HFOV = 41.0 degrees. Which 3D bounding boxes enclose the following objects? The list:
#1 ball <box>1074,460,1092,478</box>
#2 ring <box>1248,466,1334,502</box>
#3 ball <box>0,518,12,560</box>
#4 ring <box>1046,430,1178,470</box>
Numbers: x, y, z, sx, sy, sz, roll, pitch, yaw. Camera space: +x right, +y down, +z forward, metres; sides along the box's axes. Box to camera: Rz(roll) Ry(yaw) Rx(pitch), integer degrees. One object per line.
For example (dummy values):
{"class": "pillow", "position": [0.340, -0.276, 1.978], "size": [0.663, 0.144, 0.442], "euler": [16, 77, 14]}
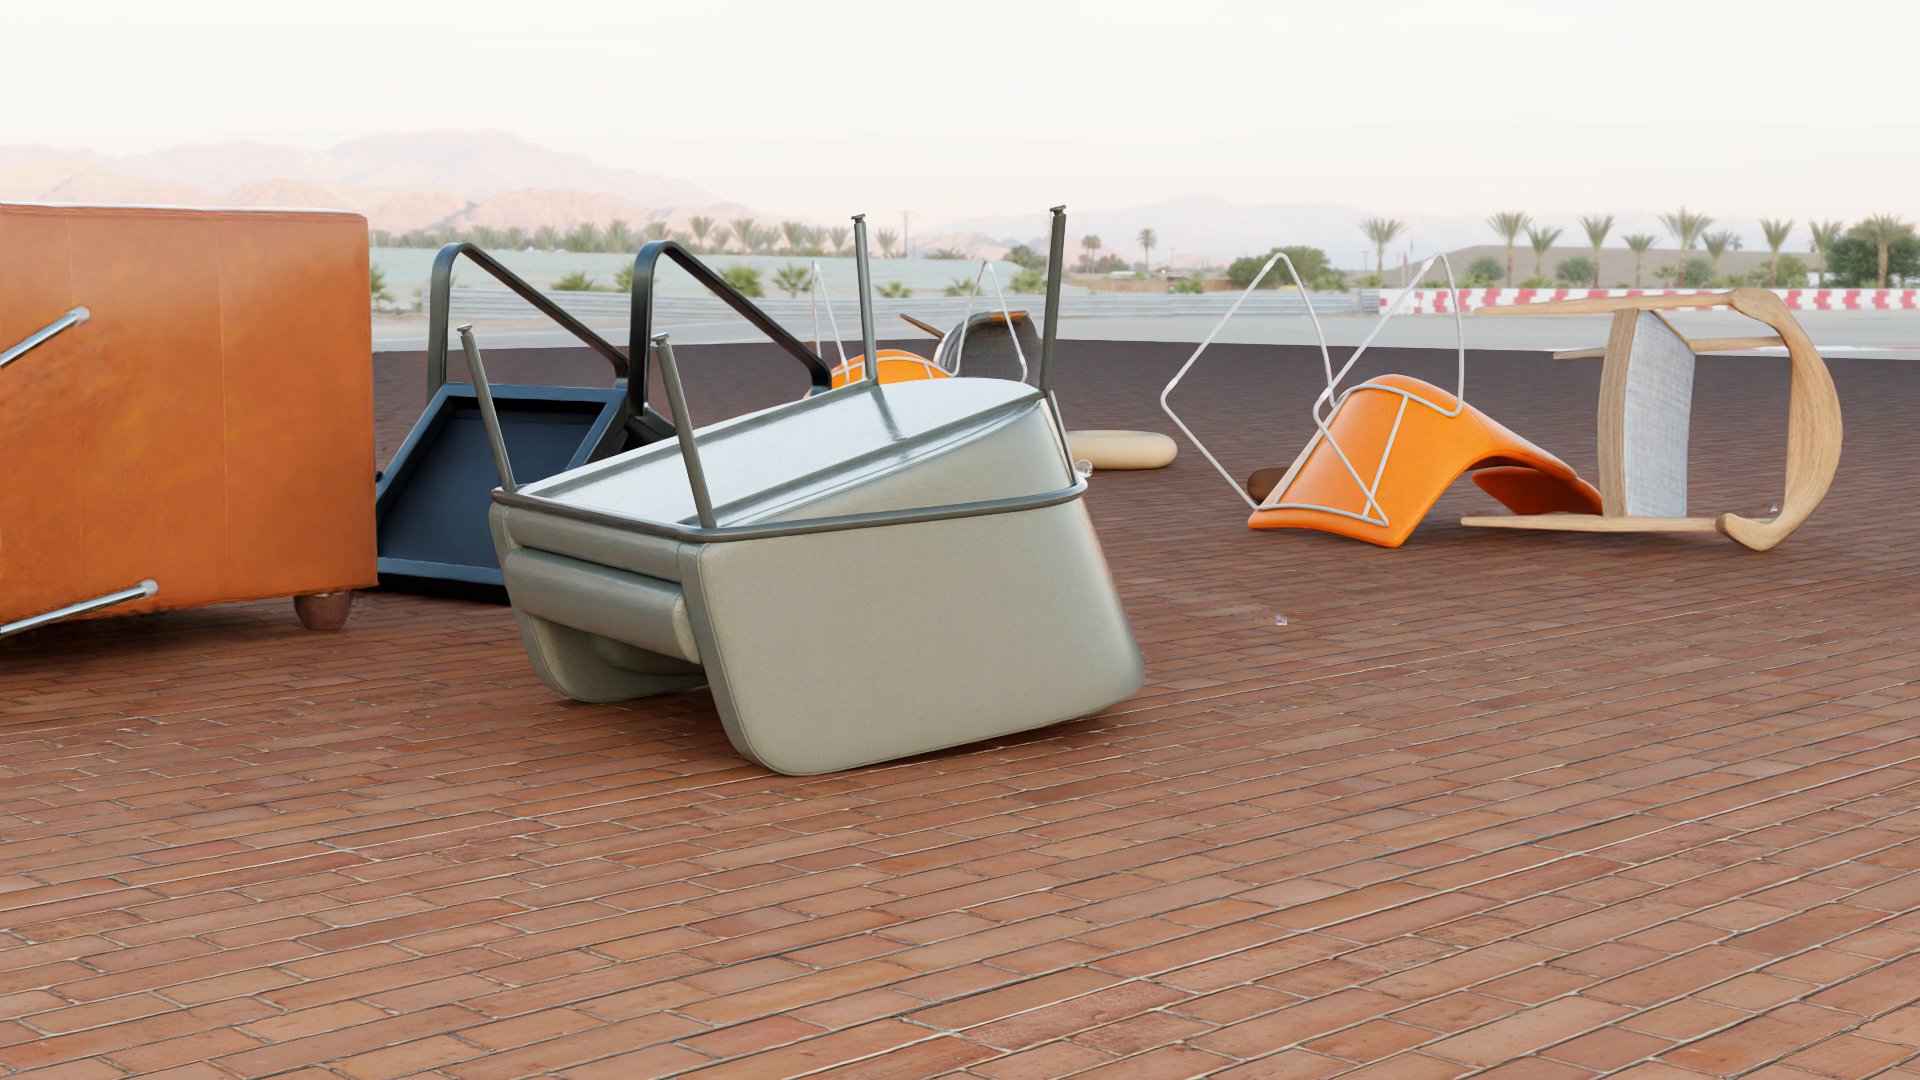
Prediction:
{"class": "ball", "position": [0.403, -0.232, 8.373], "size": [0.060, 0.060, 0.060], "euler": [0, 6, 0]}
{"class": "ring", "position": [0.972, -0.164, 7.548], "size": [0.166, 0.095, 0.360], "euler": [3, 6, 44]}
{"class": "ball", "position": [-2.230, -0.002, 5.872], "size": [0.115, 0.115, 0.115], "euler": [0, 6, 0]}
{"class": "ring", "position": [0.524, -0.311, 8.869], "size": [0.465, 0.119, 0.403], "euler": [-1, 7, -17]}
